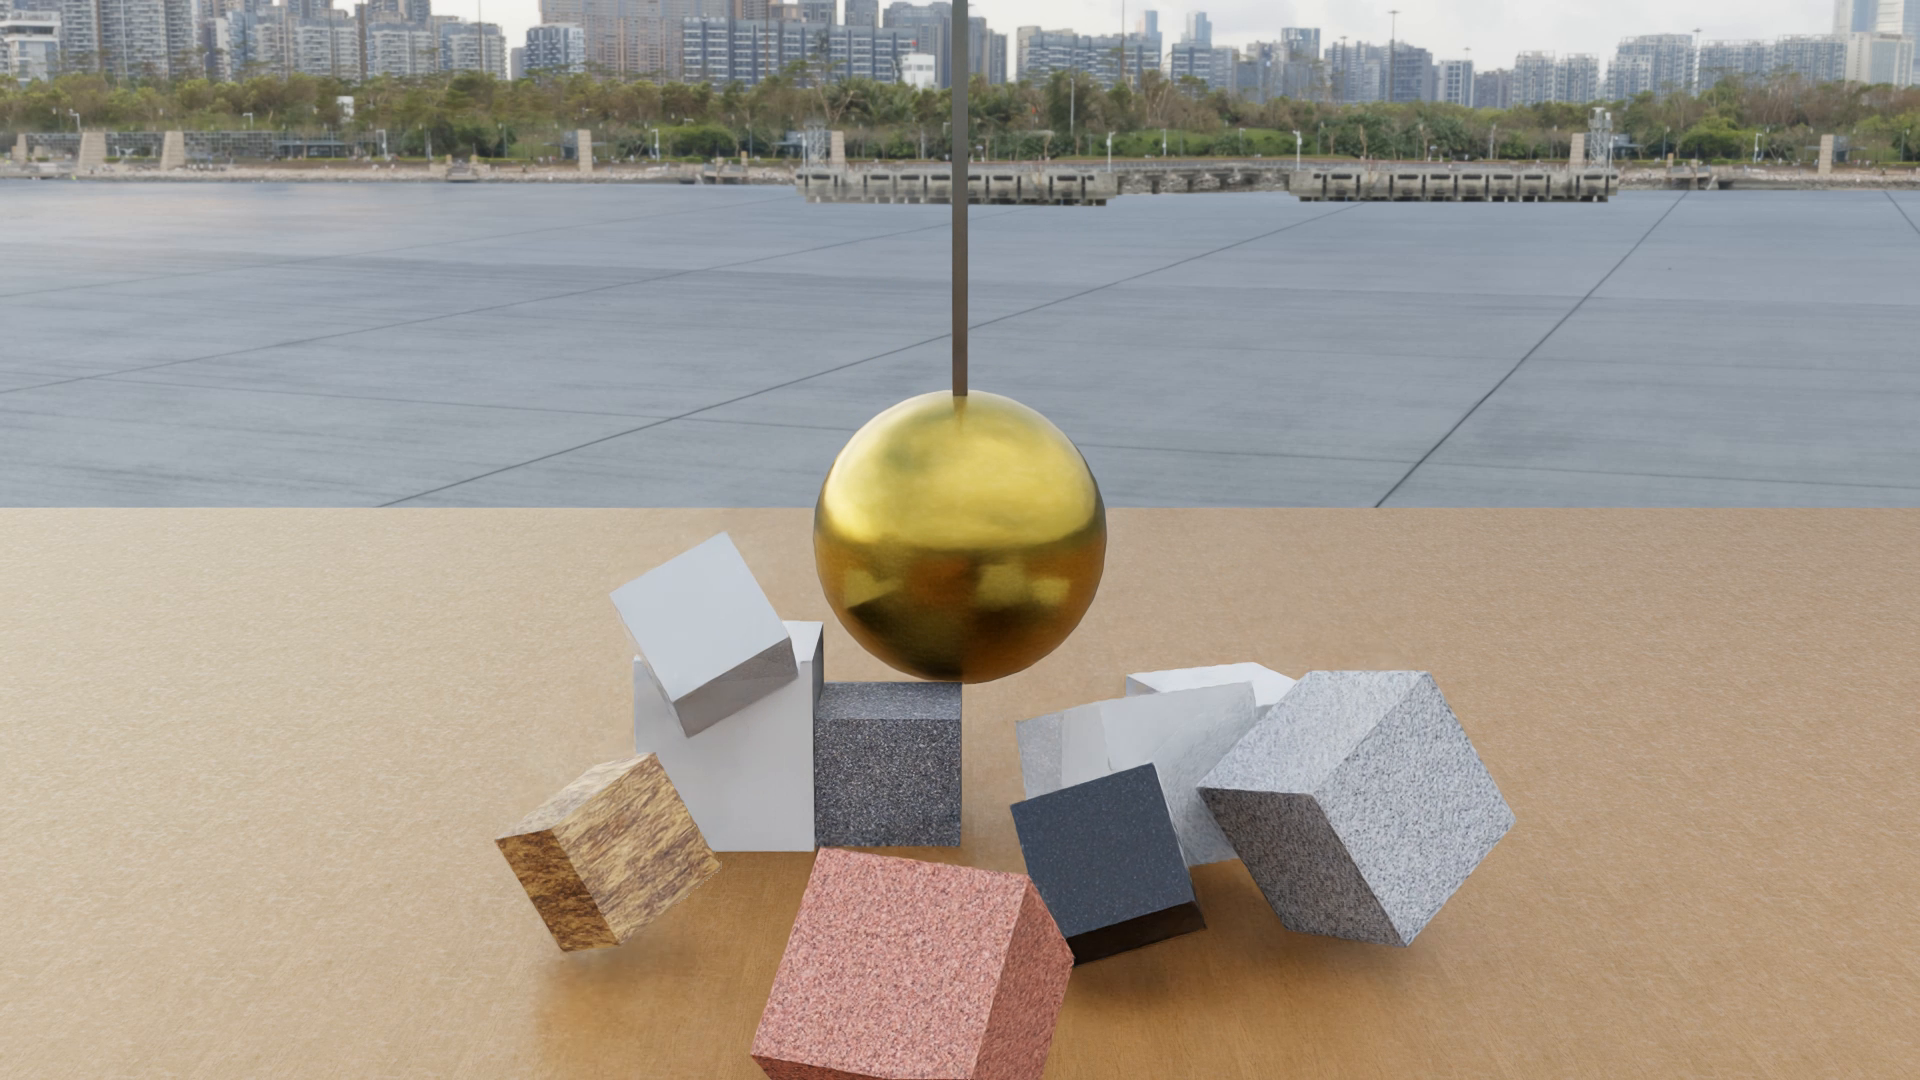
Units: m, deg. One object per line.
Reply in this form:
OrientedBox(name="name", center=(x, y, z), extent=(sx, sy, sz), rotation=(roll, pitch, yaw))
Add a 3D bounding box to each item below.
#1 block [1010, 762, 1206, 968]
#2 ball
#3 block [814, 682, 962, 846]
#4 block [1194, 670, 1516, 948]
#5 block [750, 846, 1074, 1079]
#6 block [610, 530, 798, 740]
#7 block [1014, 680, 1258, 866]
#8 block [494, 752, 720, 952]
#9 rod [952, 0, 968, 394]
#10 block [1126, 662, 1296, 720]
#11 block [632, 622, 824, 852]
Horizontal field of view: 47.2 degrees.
OrientedBox(name="block", center=(0.629, 1.374, 9.231), extent=(0.619, 0.595, 0.636), rotation=(-17, -22, 4))
OrientedBox(name="ball", center=(0.000, -0.017, 11.925), extent=(1.600, 1.600, 1.600), rotation=(0, 10, 0))
OrientedBox(name="block", center=(-0.359, 1.149, 11.399), extent=(0.732, 0.661, 0.771), rotation=(0, 10, 1))
OrientedBox(name="block", center=(1.735, 1.155, 9.648), extent=(0.830, 0.829, 0.786), rotation=(-41, 17, -27))
OrientedBox(name="block", center=(-0.147, 1.631, 7.732), extent=(0.798, 0.789, 0.659), rotation=(4, -33, 23))
OrientedBox(name="block", center=(-1.222, 0.459, 10.569), extent=(0.625, 0.631, 0.565), rotation=(-29, -20, -11))
OrientedBox(name="block", center=(0.869, 1.152, 10.339), extent=(0.821, 0.790, 0.849), rotation=(-5, -9, -26))
OrientedBox(name="block", center=(-1.524, 1.353, 9.522), extent=(0.493, 0.584, 0.606), rotation=(-17, 15, 49))
OrientedBox(name="rod", center=(0.000, -3.262, 10.911), extent=(0.080, 5.200, 0.080), rotation=(0, 17, 0))
OrientedBox(name="block", center=(1.370, 1.117, 11.310), extent=(0.757, 0.755, 0.829), rotation=(-4, 11, -22))
OrientedBox(name="block", center=(-1.170, 0.996, 11.354), extent=(0.882, 0.978, 0.904), rotation=(0, 10, 0))
